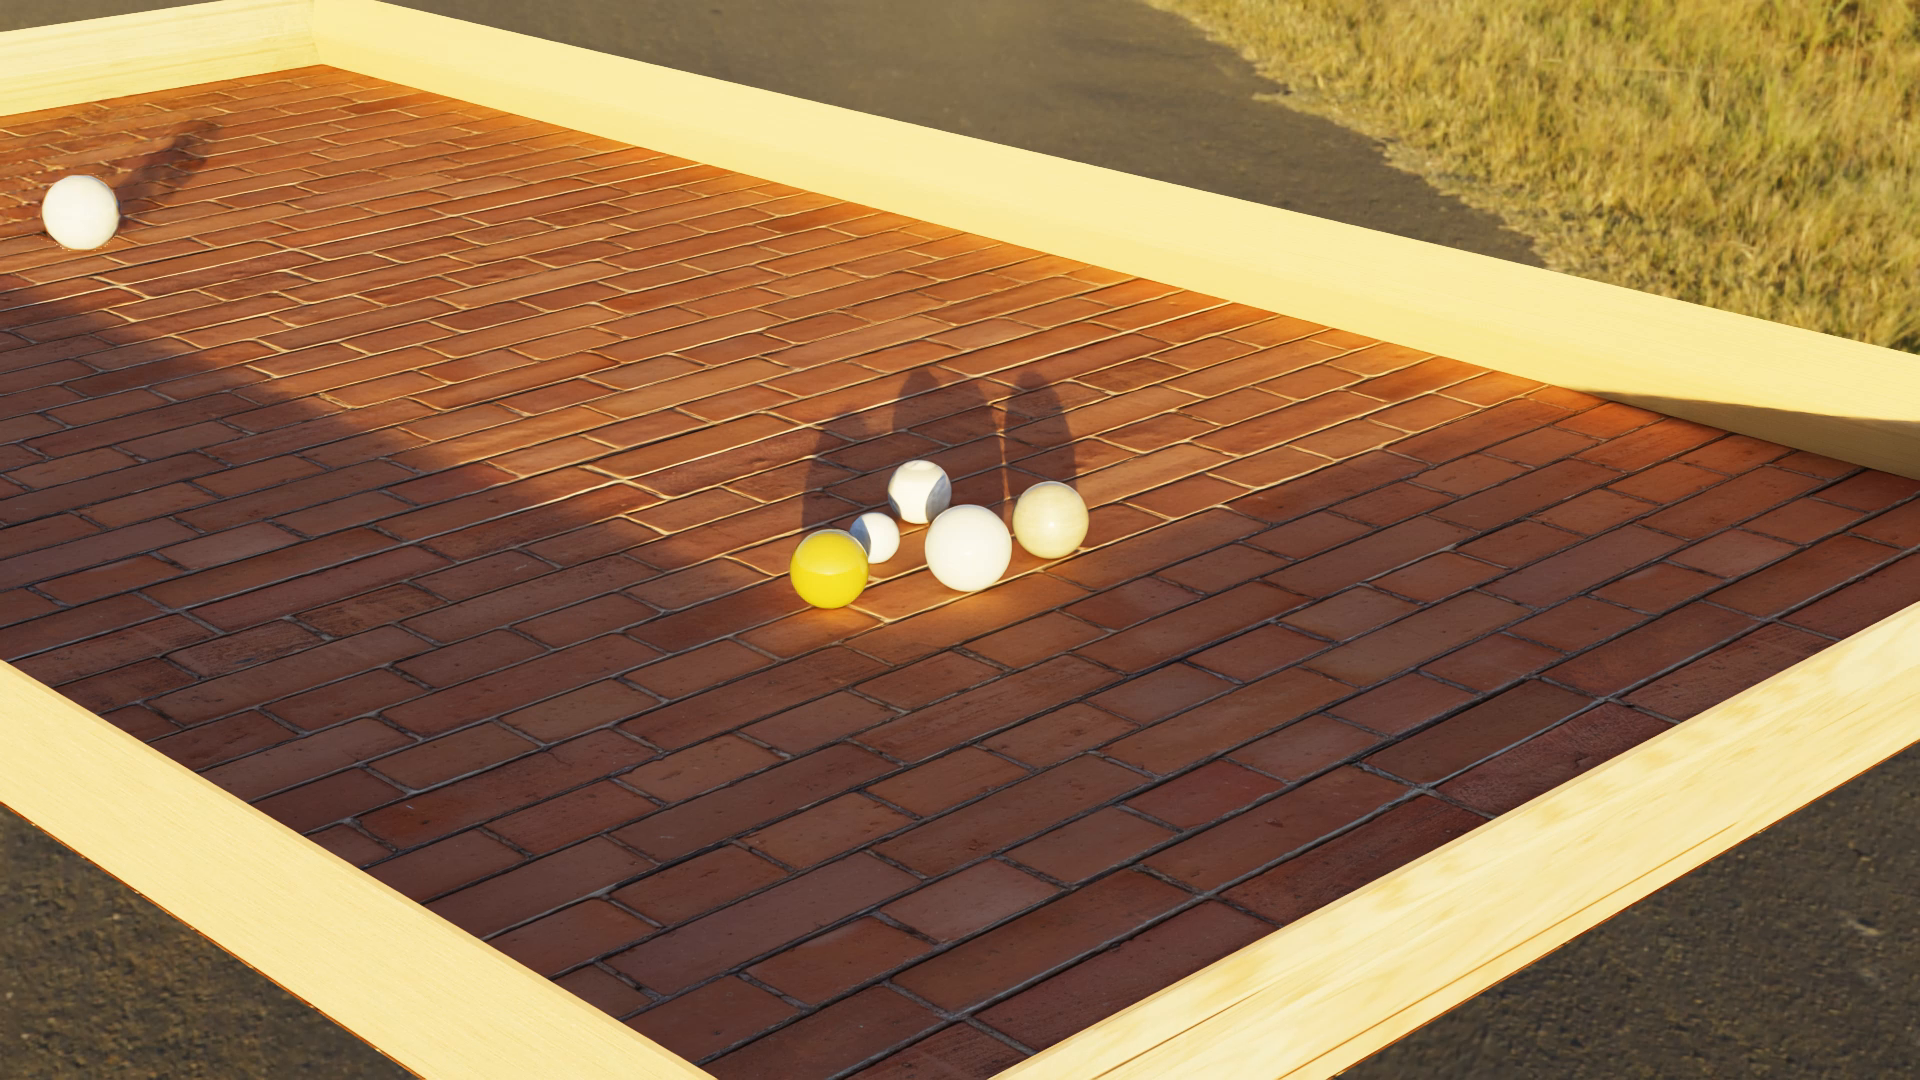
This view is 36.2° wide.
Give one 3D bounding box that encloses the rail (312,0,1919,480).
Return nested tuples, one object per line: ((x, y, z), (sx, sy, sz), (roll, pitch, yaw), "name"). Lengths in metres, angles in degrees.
((0.045, -0.441, 3.780), (0.045, 0.125, 3.221), (-19, 28, -41), "rail")

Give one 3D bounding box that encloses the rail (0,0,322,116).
((-1.667, -0.634, 4.294), (1.737, 0.125, 0.045), (-19, 28, -41), "rail")

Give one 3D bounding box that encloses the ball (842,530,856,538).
((-0.113, 0.013, 2.690), (0.046, 0.046, 0.046), (0, 21, 0), "ball")

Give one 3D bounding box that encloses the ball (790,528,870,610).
((-0.116, 0.026, 2.620), (0.071, 0.071, 0.071), (0, 21, 0), "ball")

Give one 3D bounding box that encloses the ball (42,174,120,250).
((-1.125, -0.419, 3.767), (0.096, 0.096, 0.096), (0, 21, 0), "ball")

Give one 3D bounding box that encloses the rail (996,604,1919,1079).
((0.545, 0.167, 2.164), (1.737, 0.125, 0.045), (-19, 28, -41), "rail")

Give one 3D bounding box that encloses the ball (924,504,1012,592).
((0.007, 0.007, 2.658), (0.079, 0.079, 0.079), (0, 21, 0), "ball")

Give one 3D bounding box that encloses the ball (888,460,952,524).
((-0.039, -0.046, 2.825), (0.062, 0.062, 0.062), (0, 21, 0), "ball")

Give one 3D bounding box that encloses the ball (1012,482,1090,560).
((0.084, -0.019, 2.736), (0.072, 0.072, 0.072), (0, 21, 0), "ball")

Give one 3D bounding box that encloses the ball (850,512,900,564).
((-0.079, -0.002, 2.727), (0.048, 0.048, 0.048), (0, 21, 0), "ball")

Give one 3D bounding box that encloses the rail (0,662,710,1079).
((-1.167, -0.026, 2.678), (0.045, 0.125, 3.221), (-19, 28, -41), "rail")
